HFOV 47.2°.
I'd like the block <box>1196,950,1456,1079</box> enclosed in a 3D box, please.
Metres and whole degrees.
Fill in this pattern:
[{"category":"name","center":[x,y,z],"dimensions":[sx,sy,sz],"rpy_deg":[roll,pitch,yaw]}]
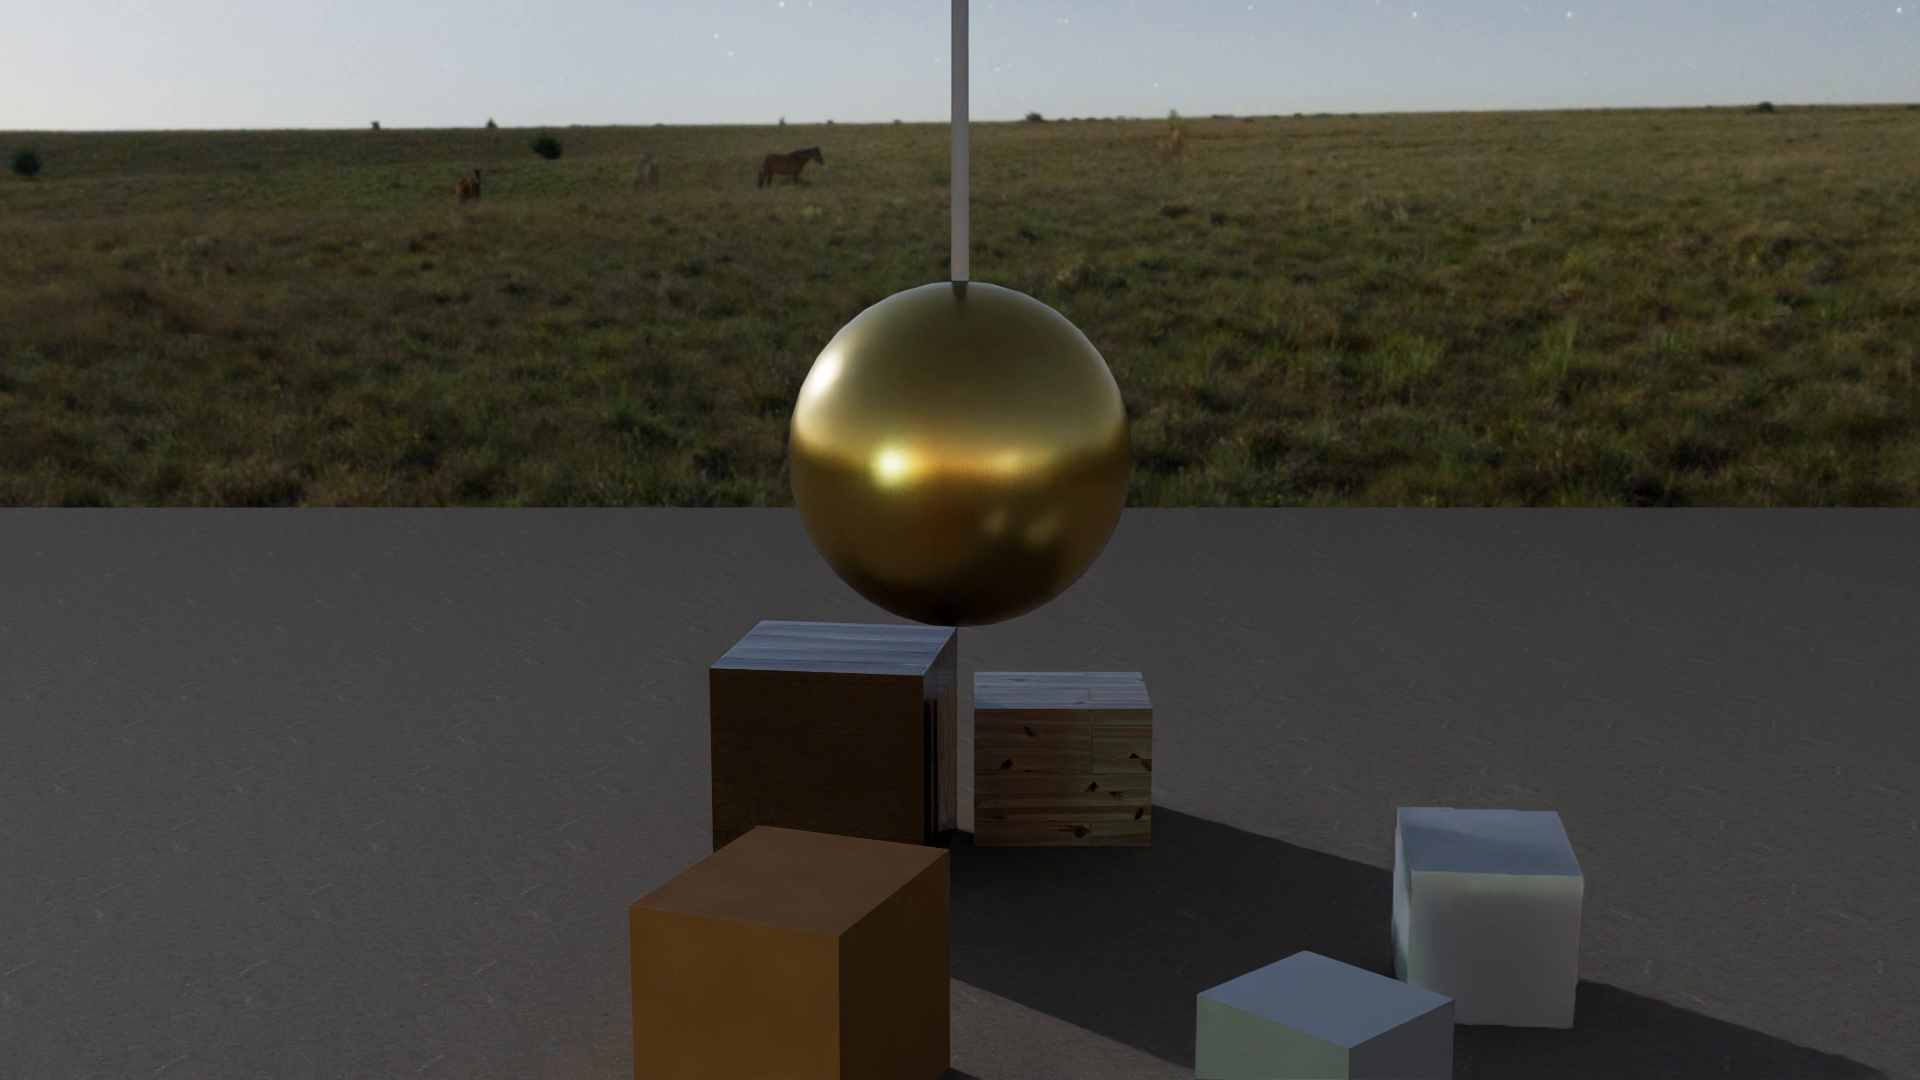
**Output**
[{"category":"block","center":[1.273,1.868,7.703],"dimensions":[0.611,0.568,0.649],"rpy_deg":[-10,14,-43]}]

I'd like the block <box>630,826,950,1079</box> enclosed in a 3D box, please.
[{"category":"block","center":[-0.597,1.650,8.060],"dimensions":[0.805,0.870,0.994],"rpy_deg":[4,11,21]}]

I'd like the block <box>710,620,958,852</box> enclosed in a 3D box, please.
[{"category":"block","center":[-0.594,1.045,10.842],"dimensions":[1.017,1.066,1.051],"rpy_deg":[2,10,8]}]

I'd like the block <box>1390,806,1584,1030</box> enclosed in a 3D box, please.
[{"category":"block","center":[2.157,1.546,9.078],"dimensions":[0.665,0.658,0.682],"rpy_deg":[1,15,6]}]

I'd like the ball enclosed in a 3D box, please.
[{"category":"ball","center":[0.000,-0.395,10.187],"dimensions":[1.600,1.600,1.600],"rpy_deg":[0,10,0]}]

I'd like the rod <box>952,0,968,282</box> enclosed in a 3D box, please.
[{"category":"rod","center":[0.000,-3.793,10.091],"dimensions":[0.080,5.200,0.080],"rpy_deg":[0,2,0]}]

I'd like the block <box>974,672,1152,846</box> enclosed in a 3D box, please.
[{"category":"block","center":[0.517,1.122,11.401],"dimensions":[0.888,0.714,0.776],"rpy_deg":[0,10,0]}]
